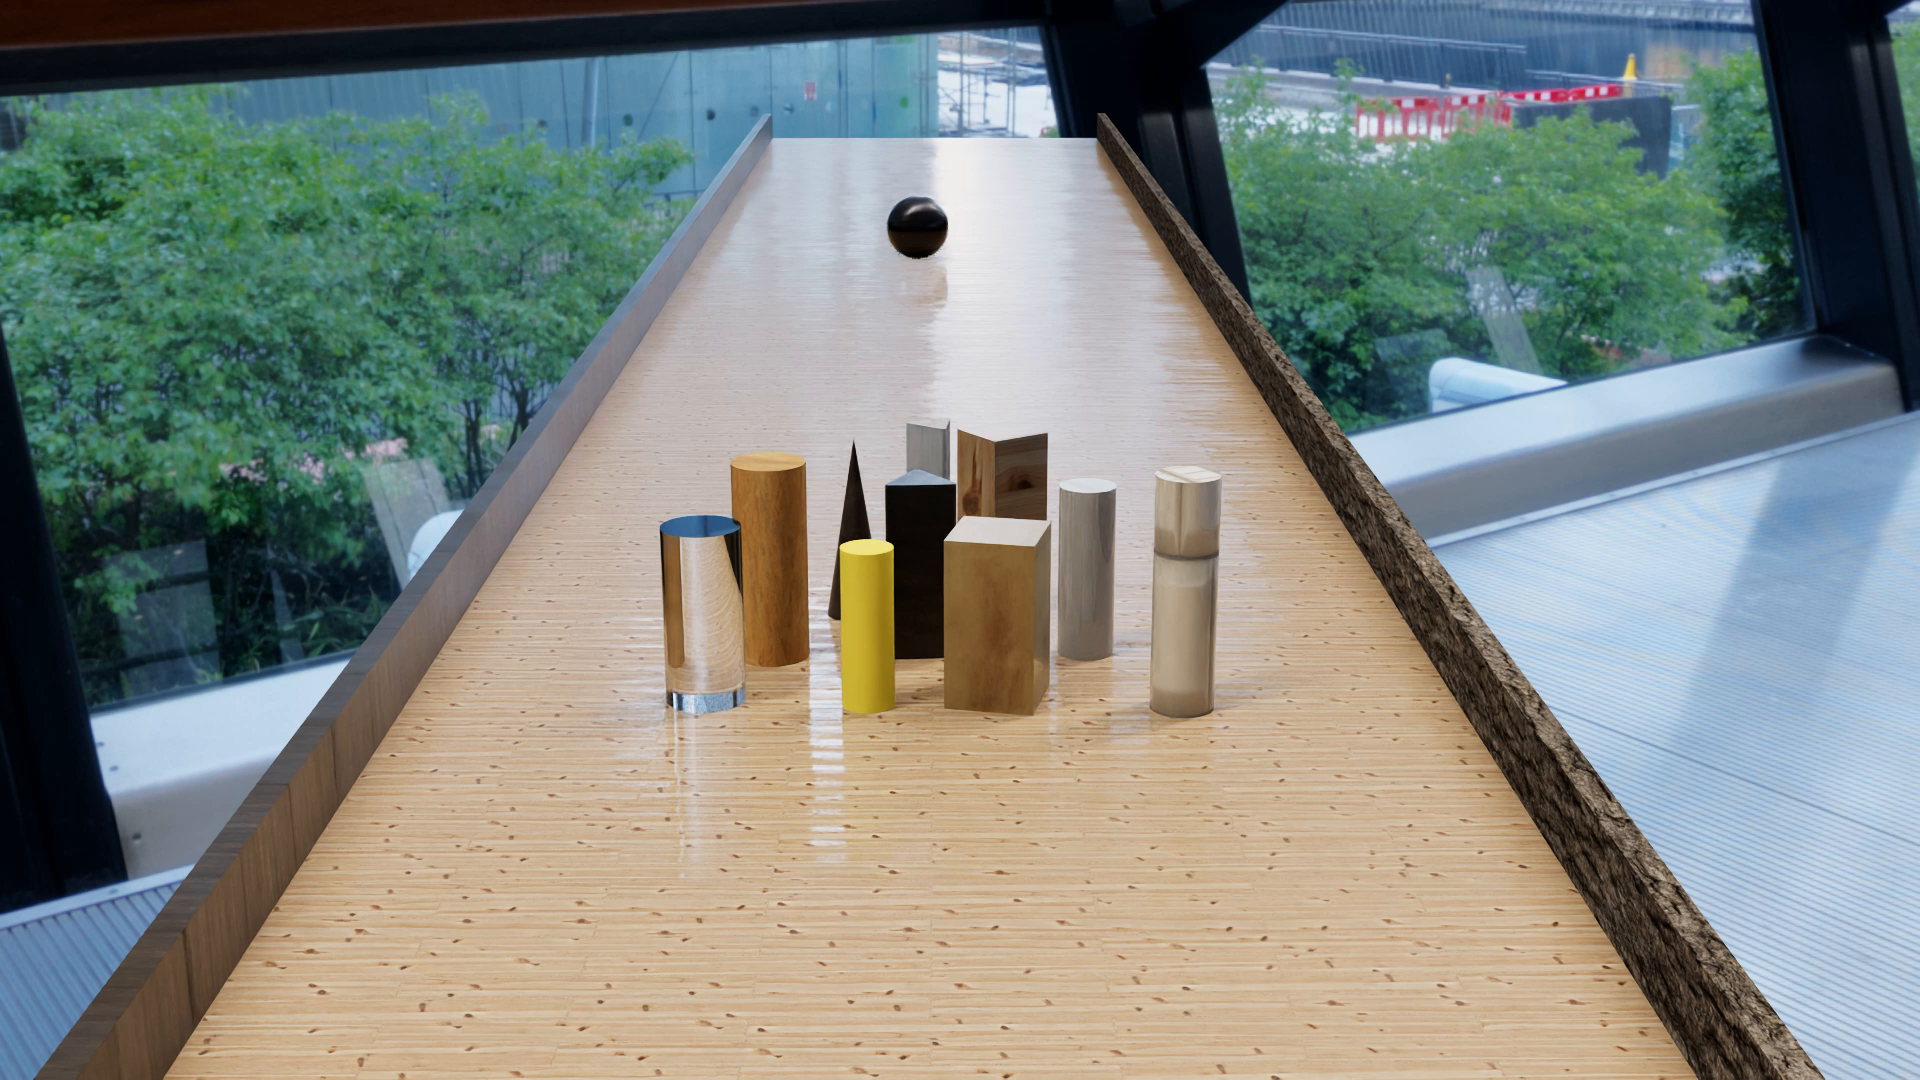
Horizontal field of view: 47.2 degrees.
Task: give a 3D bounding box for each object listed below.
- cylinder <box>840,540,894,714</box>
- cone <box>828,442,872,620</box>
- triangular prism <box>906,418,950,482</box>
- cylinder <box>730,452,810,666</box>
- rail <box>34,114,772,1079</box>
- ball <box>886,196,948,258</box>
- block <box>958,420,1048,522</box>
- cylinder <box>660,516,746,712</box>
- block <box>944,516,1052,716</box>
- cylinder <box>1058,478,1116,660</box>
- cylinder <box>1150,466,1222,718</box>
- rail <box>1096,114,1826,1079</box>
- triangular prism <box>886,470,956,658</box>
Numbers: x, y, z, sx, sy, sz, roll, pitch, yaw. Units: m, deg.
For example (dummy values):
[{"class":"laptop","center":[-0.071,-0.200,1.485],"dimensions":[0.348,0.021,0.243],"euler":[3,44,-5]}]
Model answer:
[{"class":"cylinder","center":[-0.174,0.163,4.133],"dimensions":[0.100,0.312,0.100],"euler":[0,17,0]},{"class":"cone","center":[-0.222,-0.030,4.649],"dimensions":[0.122,0.387,0.122],"euler":[0,17,0]},{"class":"triangular prism","center":[-0.050,-0.089,4.899],"dimensions":[0.104,0.358,0.090],"euler":[12,20,34]},{"class":"cylinder","center":[-0.378,0.039,4.391],"dimensions":[0.148,0.402,0.148],"euler":[0,17,0]},{"class":"rail","center":[-1.118,-0.838,7.780],"dimensions":[0.050,0.150,12.000],"euler":[0,17,-1]},{"class":"ball","center":[-0.176,-1.300,9.143],"dimensions":[0.260,0.260,0.260],"euler":[0,17,0]},{"class":"block","center":[0.089,-0.038,4.657],"dimensions":[0.136,0.398,0.136],"euler":[-11,20,-33]},{"class":"cylinder","center":[-0.485,0.139,4.158],"dimensions":[0.152,0.343,0.152],"euler":[0,17,0]},{"class":"block","center":[0.072,0.141,4.170],"dimensions":[0.171,0.331,0.171],"euler":[4,17,12]},{"class":"cylinder","center":[0.254,0.059,4.416],"dimensions":[0.114,0.349,0.114],"euler":[0,17,0]},{"class":"cylinder","center":[0.420,0.097,4.100],"dimensions":[0.122,0.455,0.122],"euler":[0,17,0]},{"class":"rail","center":[0.932,-0.844,7.801],"dimensions":[0.050,0.150,12.000],"euler":[0,17,-1]},{"class":"triangular prism","center":[-0.082,0.047,4.432],"dimensions":[0.138,0.362,0.120],"euler":[-1,17,-5]}]
